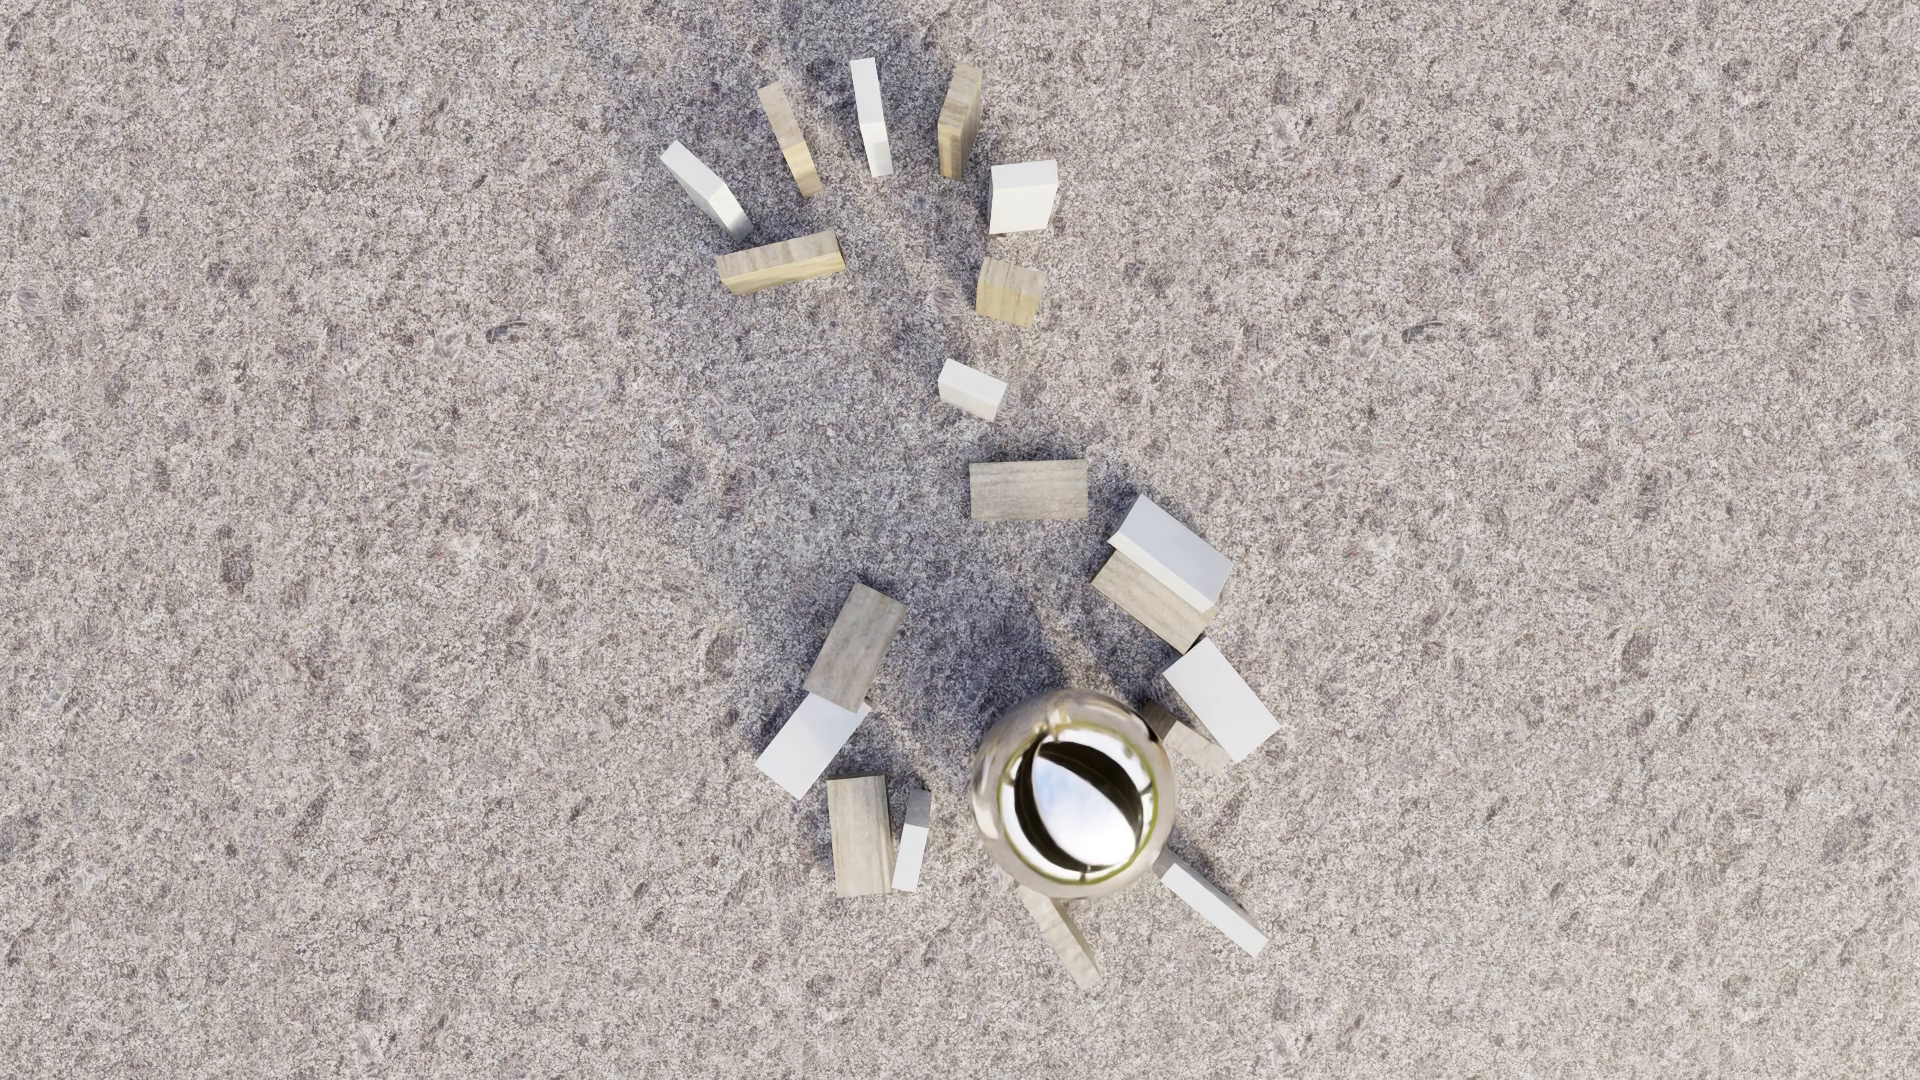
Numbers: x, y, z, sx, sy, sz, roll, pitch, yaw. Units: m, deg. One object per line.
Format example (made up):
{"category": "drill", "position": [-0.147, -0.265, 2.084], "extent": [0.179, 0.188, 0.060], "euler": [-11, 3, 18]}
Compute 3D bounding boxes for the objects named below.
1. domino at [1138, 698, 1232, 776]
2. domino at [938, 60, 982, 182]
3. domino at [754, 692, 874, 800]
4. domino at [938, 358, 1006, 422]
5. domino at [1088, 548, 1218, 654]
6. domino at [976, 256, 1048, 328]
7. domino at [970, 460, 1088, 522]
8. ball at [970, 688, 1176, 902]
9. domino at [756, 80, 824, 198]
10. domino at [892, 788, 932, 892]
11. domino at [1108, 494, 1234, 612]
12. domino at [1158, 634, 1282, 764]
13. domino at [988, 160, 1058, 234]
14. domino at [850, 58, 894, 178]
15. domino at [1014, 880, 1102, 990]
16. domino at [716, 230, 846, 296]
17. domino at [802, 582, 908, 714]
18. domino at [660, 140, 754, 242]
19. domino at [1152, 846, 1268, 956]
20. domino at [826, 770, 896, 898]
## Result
{"category": "domino", "position": [0.091, 0.080, 0.375], "extent": [0.025, 0.050, 0.009], "euler": [34, 90, 0]}
{"category": "domino", "position": [0.000, -0.170, 0.375], "extent": [0.010, 0.050, 0.025], "euler": [19, 90, 0]}
{"category": "domino", "position": [-0.063, 0.084, 0.395], "extent": [0.025, 0.009, 0.050], "euler": [38, 90, 0]}
{"category": "domino", "position": [0.005, -0.060, 0.375], "extent": [0.025, 0.050, 0.010], "euler": [23, 90, 0]}
{"category": "domino", "position": [0.083, 0.024, 0.395], "extent": [0.050, 0.010, 0.025], "euler": [37, 90, 0]}
{"category": "domino", "position": [0.020, -0.100, 0.375], "extent": [0.025, 0.050, 0.010], "euler": [16, 90, 0]}
{"category": "domino", "position": [0.029, -0.021, 0.395], "extent": [0.050, 0.009, 0.025], "euler": [-2, 90, 0]}
{"category": "ball", "position": [0.044, 0.099, 0.360], "extent": [0.080, 0.080, 0.080], "euler": [0, 90, 0]}
{"category": "domino", "position": [-0.069, -0.162, 0.375], "extent": [0.009, 0.050, 0.025], "euler": [-23, 90, 0]}
{"category": "domino", "position": [-0.019, 0.121, 0.375], "extent": [0.009, 0.050, 0.025], "euler": [12, 90, 0]}
{"category": "domino", "position": [0.090, 0.005, 0.389], "extent": [0.050, 0.009, 0.025], "euler": [37, 55, 0]}
{"category": "domino", "position": [0.112, 0.068, 0.395], "extent": [0.025, 0.010, 0.050], "euler": [-40, 90, 0]}
{"category": "domino", "position": [0.025, -0.140, 0.375], "extent": [0.025, 0.050, 0.010], "euler": [-6, 90, 0]}
{"category": "domino", "position": [-0.036, -0.171, 0.375], "extent": [0.010, 0.050, 0.025], "euler": [-9, 90, 0]}
{"category": "domino", "position": [0.040, 0.161, 0.388], "extent": [0.009, 0.025, 0.050], "euler": [-33, 90, 0]}
{"category": "domino", "position": [-0.075, -0.117, 0.388], "extent": [0.050, 0.025, 0.010], "euler": [-13, 90, 0]}
{"category": "domino", "position": [-0.044, 0.046, 0.389], "extent": [0.025, 0.009, 0.050], "euler": [26, 76, 0]}
{"category": "domino", "position": [-0.102, -0.141, 0.375], "extent": [0.025, 0.050, 0.009], "euler": [42, 90, 0]}
{"category": "domino", "position": [0.104, 0.152, 0.388], "extent": [0.050, 0.025, 0.009], "euler": [39, 90, 0]}
{"category": "domino", "position": [-0.042, 0.126, 0.395], "extent": [0.025, 0.010, 0.050], "euler": [-6, 90, 0]}
